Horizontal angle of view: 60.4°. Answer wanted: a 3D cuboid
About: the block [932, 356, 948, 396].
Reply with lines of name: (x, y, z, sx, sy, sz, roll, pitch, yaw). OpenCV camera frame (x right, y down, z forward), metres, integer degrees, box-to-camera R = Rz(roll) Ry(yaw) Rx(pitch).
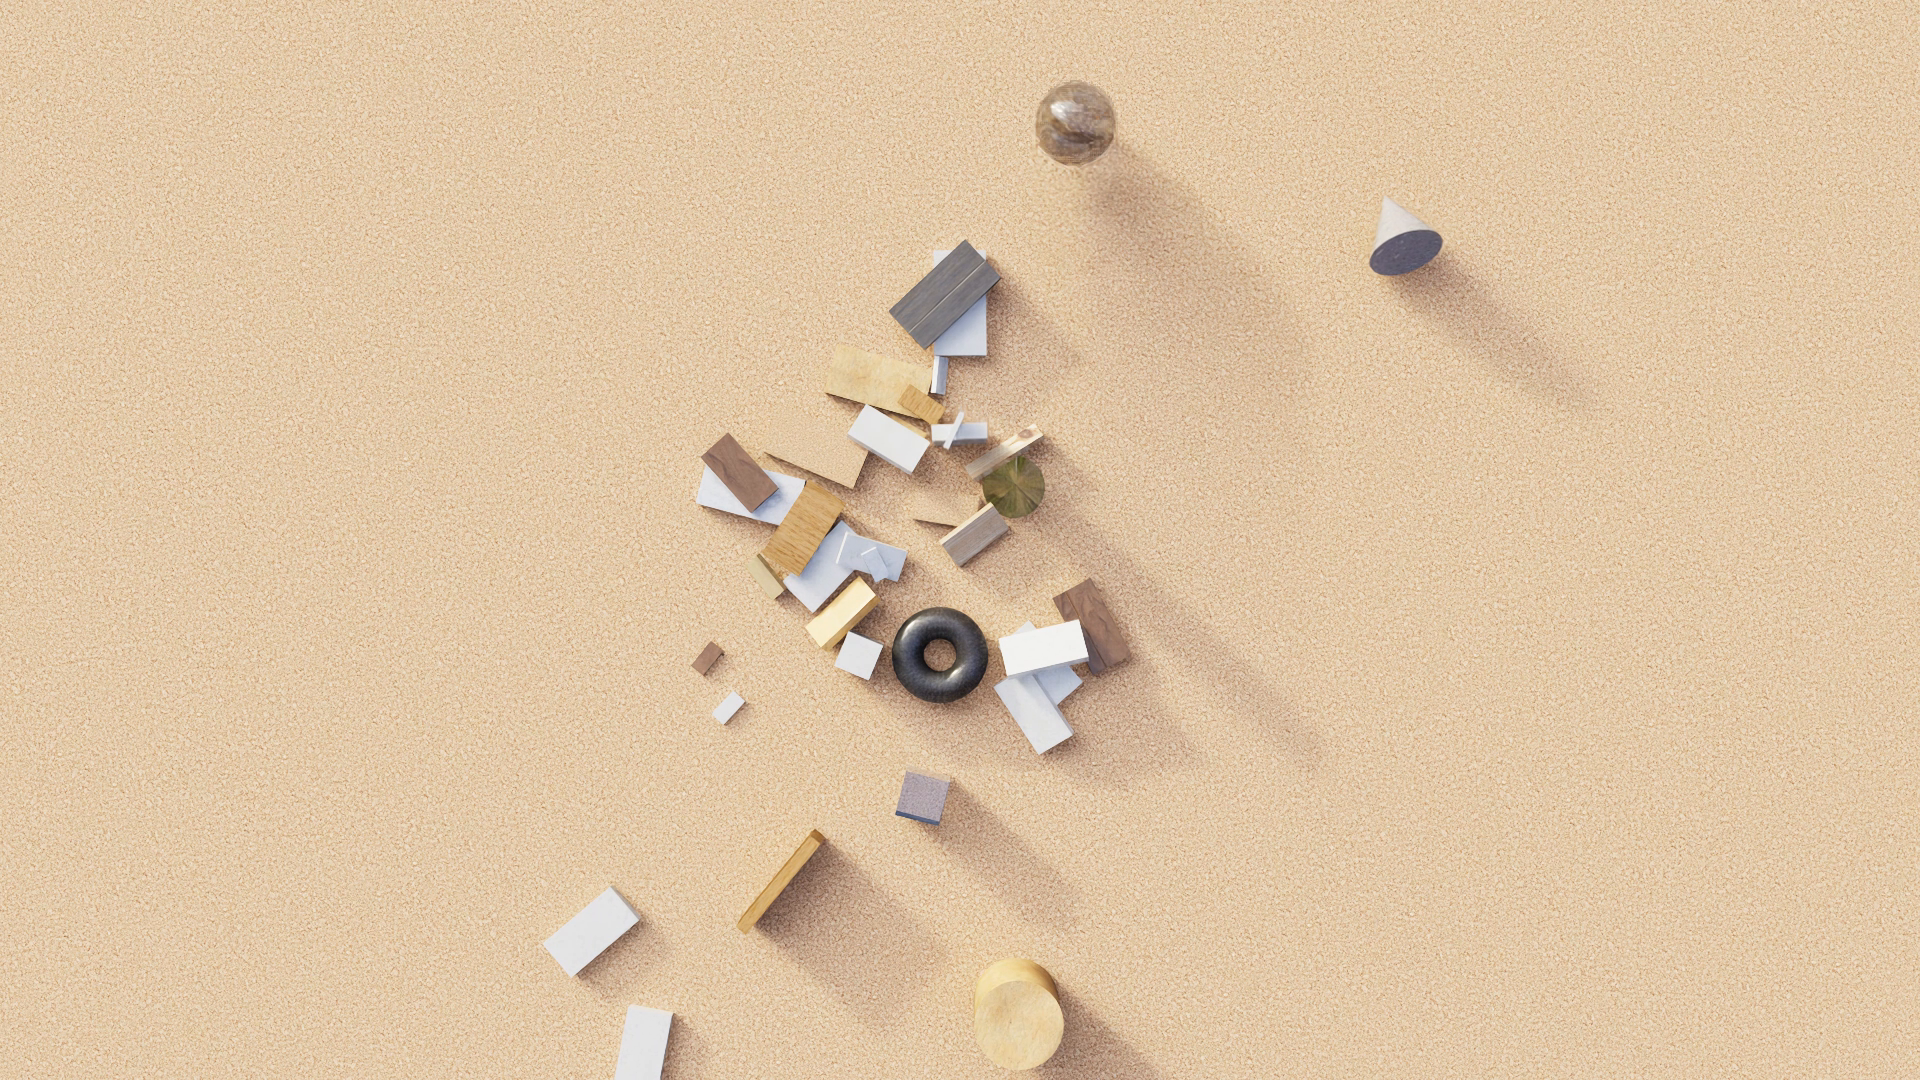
block: (-0.066, -0.545, 5.470, 0.017, 0.061, 0.121, 6, 90, 31)

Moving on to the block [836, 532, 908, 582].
block: (-0.291, 0.056, 5.448, 0.213, 0.030, 0.107, 17, 98, -17)

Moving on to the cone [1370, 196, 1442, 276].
cone: (1.437, -1.045, 5.446, 0.242, 0.242, 0.242, -11, 63, 0)

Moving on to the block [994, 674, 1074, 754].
block: (0.244, 0.560, 5.456, 0.135, 0.038, 0.271, -33, 92, 17)

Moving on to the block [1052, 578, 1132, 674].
block: (0.437, 0.287, 5.480, 0.144, 0.041, 0.288, -28, 90, 0)

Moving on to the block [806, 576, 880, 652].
block: (-0.386, 0.244, 5.443, 0.247, 0.123, 0.035, -44, 133, 0)

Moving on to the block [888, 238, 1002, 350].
block: (-0.050, -0.806, 5.427, 0.346, 0.049, 0.173, -43, 90, 0)

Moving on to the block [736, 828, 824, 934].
block: (-0.590, 1.121, 5.427, 0.042, 0.147, 0.382, 40, 90, 0)

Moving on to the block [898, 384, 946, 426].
block: (-0.125, -0.444, 5.443, 0.147, 0.021, 0.073, 34, 90, 0)

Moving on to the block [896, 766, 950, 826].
block: (-0.122, 0.839, 5.426, 0.147, 0.147, 0.147, 14, 90, 0)

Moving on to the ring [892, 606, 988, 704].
ring: (-0.066, 0.380, 5.447, 0.321, 0.107, 0.321, 0, 91, 1)

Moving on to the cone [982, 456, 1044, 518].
cone: (0.180, -0.178, 5.396, 0.208, 0.208, 0.208, 0, 90, 0)

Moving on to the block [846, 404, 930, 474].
block: (-0.236, -0.331, 5.447, 0.247, 0.035, 0.123, 31, 71, 0)

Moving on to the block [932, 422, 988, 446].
block: (-0.002, -0.341, 5.327, 0.173, 0.346, 0.049, -3, 91, 0)

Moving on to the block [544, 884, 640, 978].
block: (-1.222, 1.298, 5.479, 0.293, 0.042, 0.147, -40, 90, 0)

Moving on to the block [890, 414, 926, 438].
block: (-0.184, -0.361, 5.491, 0.137, 0.017, 0.061, 29, 90, 0)

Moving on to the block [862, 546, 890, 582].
block: (-0.278, 0.081, 5.433, 0.053, 0.015, 0.106, -28, 108, -6)

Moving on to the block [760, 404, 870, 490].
block: (-0.475, -0.310, 5.476, 0.332, 0.047, 0.166, 23, 90, 0)

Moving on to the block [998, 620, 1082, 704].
block: (0.267, 0.413, 5.481, 0.135, 0.038, 0.271, -41, 90, 0)

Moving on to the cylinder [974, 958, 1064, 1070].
cylinder: (0.187, 1.535, 5.358, 0.283, 0.283, 0.283, 0, 90, 0)

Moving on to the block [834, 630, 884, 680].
block: (-0.331, 0.378, 5.439, 0.121, 0.121, 0.121, 23, 90, 0)

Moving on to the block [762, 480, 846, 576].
block: (-0.513, -0.039, 5.435, 0.144, 0.041, 0.288, 33, 89, -3)

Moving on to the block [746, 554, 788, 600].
block: (-0.643, 0.123, 5.469, 0.147, 0.021, 0.073, 51, 129, 0)

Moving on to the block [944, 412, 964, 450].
block: (-0.018, -0.340, 5.124, 0.017, 0.061, 0.121, 25, 91, 0)

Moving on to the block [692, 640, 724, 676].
block: (-0.842, 0.393, 5.492, 0.053, 0.015, 0.106, 39, 90, 0)

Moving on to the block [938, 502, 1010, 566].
block: (0.048, -0.017, 5.461, 0.213, 0.030, 0.107, -37, 118, 0)

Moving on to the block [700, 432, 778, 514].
block: (-0.726, -0.221, 5.435, 0.123, 0.035, 0.247, -42, 90, 0)

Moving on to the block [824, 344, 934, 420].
block: (-0.268, -0.524, 5.476, 0.332, 0.047, 0.166, 16, 90, 0)

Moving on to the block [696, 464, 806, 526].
block: (-0.693, -0.160, 5.476, 0.332, 0.047, 0.166, 15, 90, 0)

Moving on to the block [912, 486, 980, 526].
block: (-0.049, -0.107, 5.485, 0.213, 0.030, 0.107, 9, 90, 0)

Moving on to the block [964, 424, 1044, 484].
block: (0.148, -0.288, 5.466, 0.274, 0.073, 0.021, -32, 133, 0)

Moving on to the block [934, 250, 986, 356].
block: (0.000, -0.784, 5.476, 0.173, 0.049, 0.346, 0, 90, 0)

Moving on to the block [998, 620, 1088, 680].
block: (0.274, 0.360, 5.412, 0.271, 0.038, 0.135, -13, 62, 1)

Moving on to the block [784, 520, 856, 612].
block: (-0.439, 0.088, 5.480, 0.144, 0.041, 0.288, 44, 90, 0)

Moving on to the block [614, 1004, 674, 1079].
block: (-1.054, 1.705, 5.479, 0.147, 0.042, 0.293, 11, 90, 0)

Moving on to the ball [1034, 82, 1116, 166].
ball: (0.375, -1.351, 5.367, 0.266, 0.266, 0.266, 0, 90, 0)

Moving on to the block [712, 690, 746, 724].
block: (-0.771, 0.558, 5.492, 0.053, 0.015, 0.106, 43, 90, 0)
